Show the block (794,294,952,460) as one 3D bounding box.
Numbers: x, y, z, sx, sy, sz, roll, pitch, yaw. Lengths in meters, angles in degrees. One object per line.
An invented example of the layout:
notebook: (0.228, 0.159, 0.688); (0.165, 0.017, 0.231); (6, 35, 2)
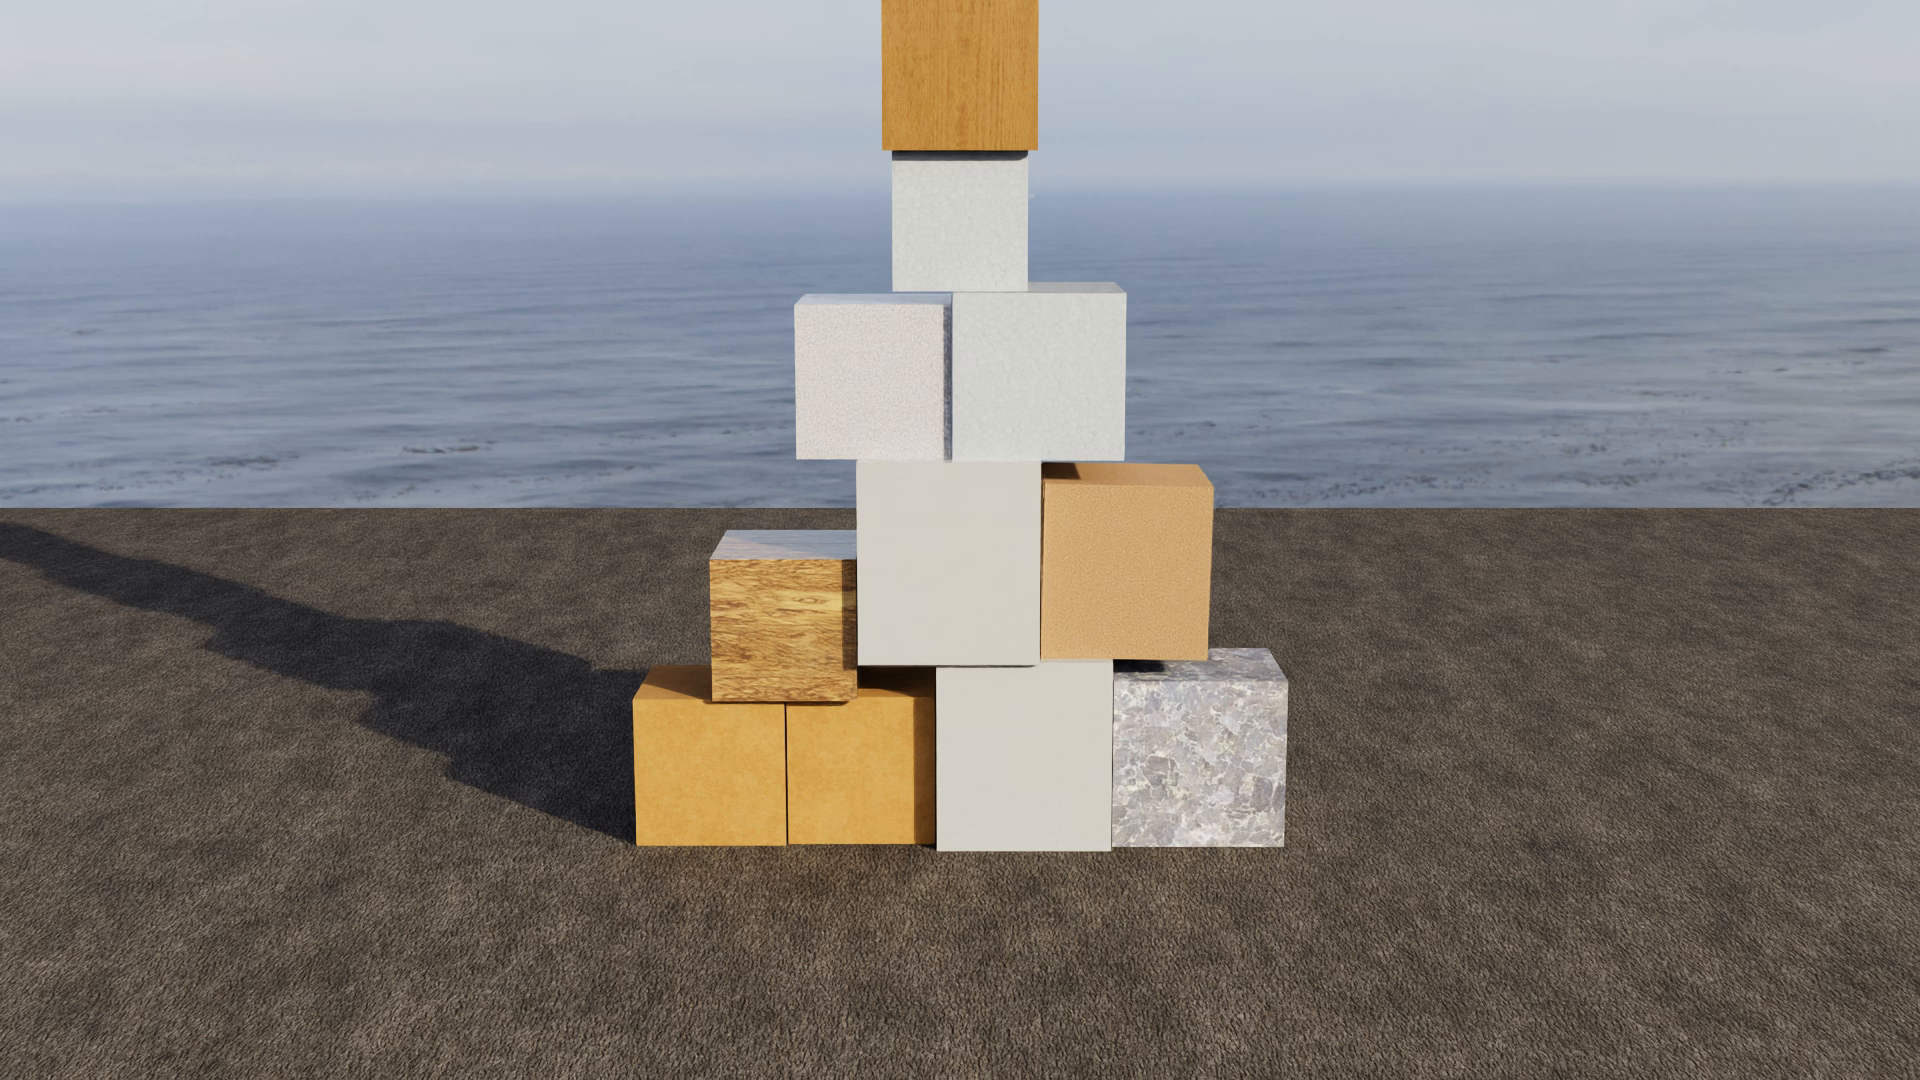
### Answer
block: (-0.421, -0.834, 11.047); (0.754, 0.752, 0.774); (0, 10, 0)

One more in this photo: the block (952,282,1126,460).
block: (0.382, -0.861, 11.035); (0.832, 0.810, 0.853); (0, 10, 0)

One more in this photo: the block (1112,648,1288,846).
block: (1.198, 1.058, 11.358); (0.866, 0.854, 0.730); (0, 10, 0)

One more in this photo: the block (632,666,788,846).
block: (-1.254, 1.102, 11.383); (0.754, 0.758, 0.731); (0, 10, 0)

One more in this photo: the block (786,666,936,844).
block: (-0.496, 1.102, 11.369); (0.741, 0.764, 0.649); (0, 10, 0)

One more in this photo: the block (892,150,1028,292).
block: (0.000, -1.589, 10.891); (0.654, 0.674, 0.558); (0, 10, 0)

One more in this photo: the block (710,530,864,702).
block: (-0.869, 0.372, 11.245); (0.717, 0.715, 0.826); (0, 10, 0)

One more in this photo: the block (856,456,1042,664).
block: (-0.055, 0.032, 11.183); (0.891, 1.001, 0.984); (0, 10, 0)

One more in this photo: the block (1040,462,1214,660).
block: (0.822, 0.095, 11.204); (0.826, 0.873, 0.752); (1, 10, 0)

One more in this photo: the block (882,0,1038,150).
block: (0.000, -2.324, 10.754); (0.741, 0.820, 0.719); (0, 10, 0)

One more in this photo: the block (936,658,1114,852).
block: (0.320, 1.001, 11.355); (0.871, 0.967, 0.887); (0, 10, 0)
